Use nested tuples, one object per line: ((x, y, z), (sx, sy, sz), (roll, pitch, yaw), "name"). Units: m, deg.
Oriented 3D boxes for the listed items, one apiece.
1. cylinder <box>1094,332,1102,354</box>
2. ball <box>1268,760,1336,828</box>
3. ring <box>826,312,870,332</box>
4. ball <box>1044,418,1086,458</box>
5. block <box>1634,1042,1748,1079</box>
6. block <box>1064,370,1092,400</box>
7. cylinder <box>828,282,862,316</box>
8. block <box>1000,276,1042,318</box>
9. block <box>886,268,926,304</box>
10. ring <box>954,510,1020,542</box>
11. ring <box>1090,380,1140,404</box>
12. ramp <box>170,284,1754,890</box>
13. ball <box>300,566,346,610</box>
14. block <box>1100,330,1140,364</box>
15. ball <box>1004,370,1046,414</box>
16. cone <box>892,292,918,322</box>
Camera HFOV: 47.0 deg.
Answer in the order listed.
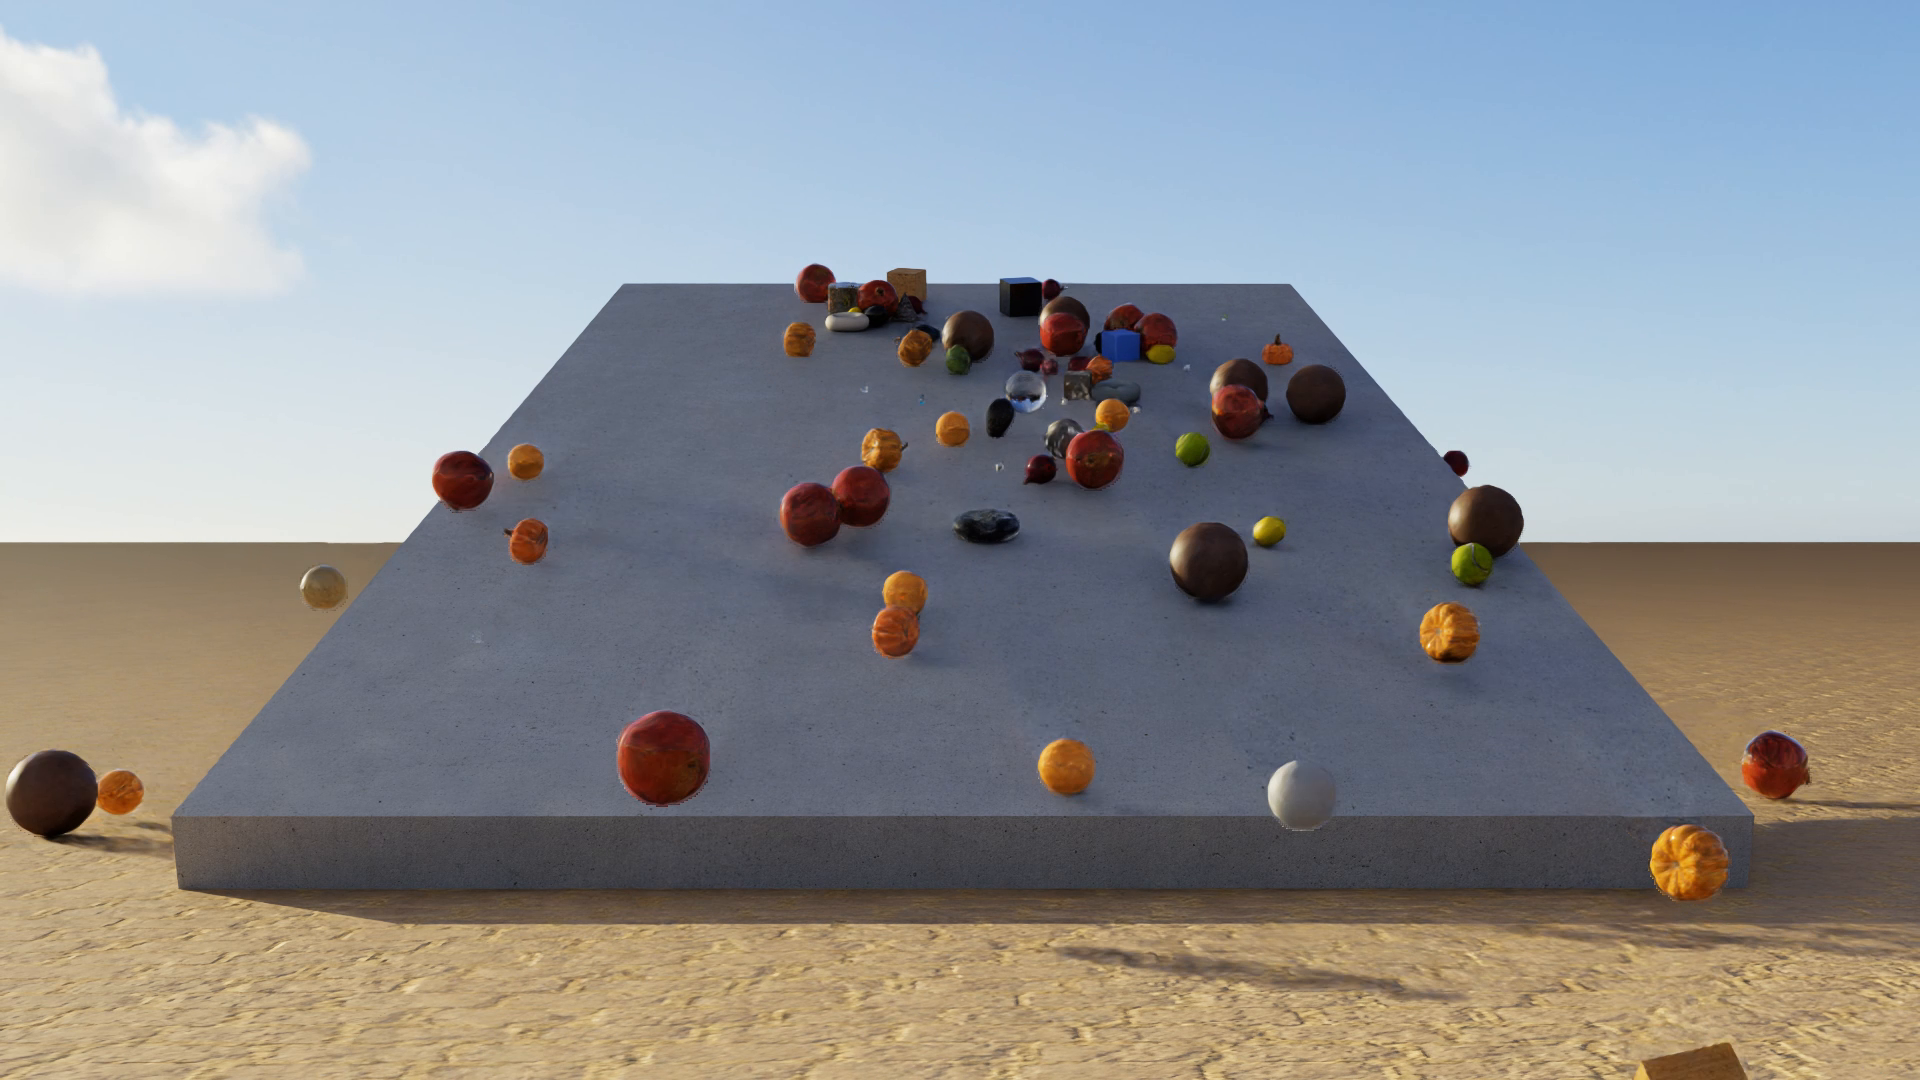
((0.384, -0.501, 5.601), (0.060, 0.060, 0.060), (-15, 10, -41), "cylinder")
((0.426, 0.317, 2.751), (0.085, 0.085, 0.085), (0, 0, 0), "ball")
((-0.301, -0.584, 5.923), (0.118, 0.039, 0.118), (-1, 16, 0), "ring")
((0.216, -0.209, 4.556), (0.083, 0.083, 0.083), (0, 0, 0), "ball")
((0.485, 0.380, 1.459), (0.062, 0.062, 0.062), (-11, -40, -7), "block")
((0.272, -0.358, 5.115), (0.058, 0.058, 0.058), (2, 16, 7), "block")
((-0.317, -0.655, 6.073), (0.091, 0.091, 0.091), (0, 16, 0), "cylinder")
((0.168, -0.675, 6.140), (0.093, 0.093, 0.093), (-5, 17, -16), "block")
((-0.153, -0.727, 6.329), (0.087, 0.087, 0.087), (6, 17, 20), "block")
((0.048, -0.025, 4.004), (0.122, 0.041, 0.122), (-1, 15, 0), "ring")
((0.358, -0.342, 5.094), (0.116, 0.039, 0.116), (-2, 19, 1), "ring")
((-0.002, -0.163, 4.725), (2.000, 0.100, 4.000), (0, 16, 0), "ramp")
((-1.206, 0.090, 4.190), (0.084, 0.084, 0.084), (0, 0, 0), "ball")
((0.401, -0.485, 5.529), (0.069, 0.069, 0.069), (-8, 18, -27), "block")
((0.146, -0.332, 4.954), (0.097, 0.097, 0.097), (0, 0, 0), "ball")
((-0.151, -0.641, 6.048), (0.079, 0.079, 0.079), (0, 16, 0), "cone")
